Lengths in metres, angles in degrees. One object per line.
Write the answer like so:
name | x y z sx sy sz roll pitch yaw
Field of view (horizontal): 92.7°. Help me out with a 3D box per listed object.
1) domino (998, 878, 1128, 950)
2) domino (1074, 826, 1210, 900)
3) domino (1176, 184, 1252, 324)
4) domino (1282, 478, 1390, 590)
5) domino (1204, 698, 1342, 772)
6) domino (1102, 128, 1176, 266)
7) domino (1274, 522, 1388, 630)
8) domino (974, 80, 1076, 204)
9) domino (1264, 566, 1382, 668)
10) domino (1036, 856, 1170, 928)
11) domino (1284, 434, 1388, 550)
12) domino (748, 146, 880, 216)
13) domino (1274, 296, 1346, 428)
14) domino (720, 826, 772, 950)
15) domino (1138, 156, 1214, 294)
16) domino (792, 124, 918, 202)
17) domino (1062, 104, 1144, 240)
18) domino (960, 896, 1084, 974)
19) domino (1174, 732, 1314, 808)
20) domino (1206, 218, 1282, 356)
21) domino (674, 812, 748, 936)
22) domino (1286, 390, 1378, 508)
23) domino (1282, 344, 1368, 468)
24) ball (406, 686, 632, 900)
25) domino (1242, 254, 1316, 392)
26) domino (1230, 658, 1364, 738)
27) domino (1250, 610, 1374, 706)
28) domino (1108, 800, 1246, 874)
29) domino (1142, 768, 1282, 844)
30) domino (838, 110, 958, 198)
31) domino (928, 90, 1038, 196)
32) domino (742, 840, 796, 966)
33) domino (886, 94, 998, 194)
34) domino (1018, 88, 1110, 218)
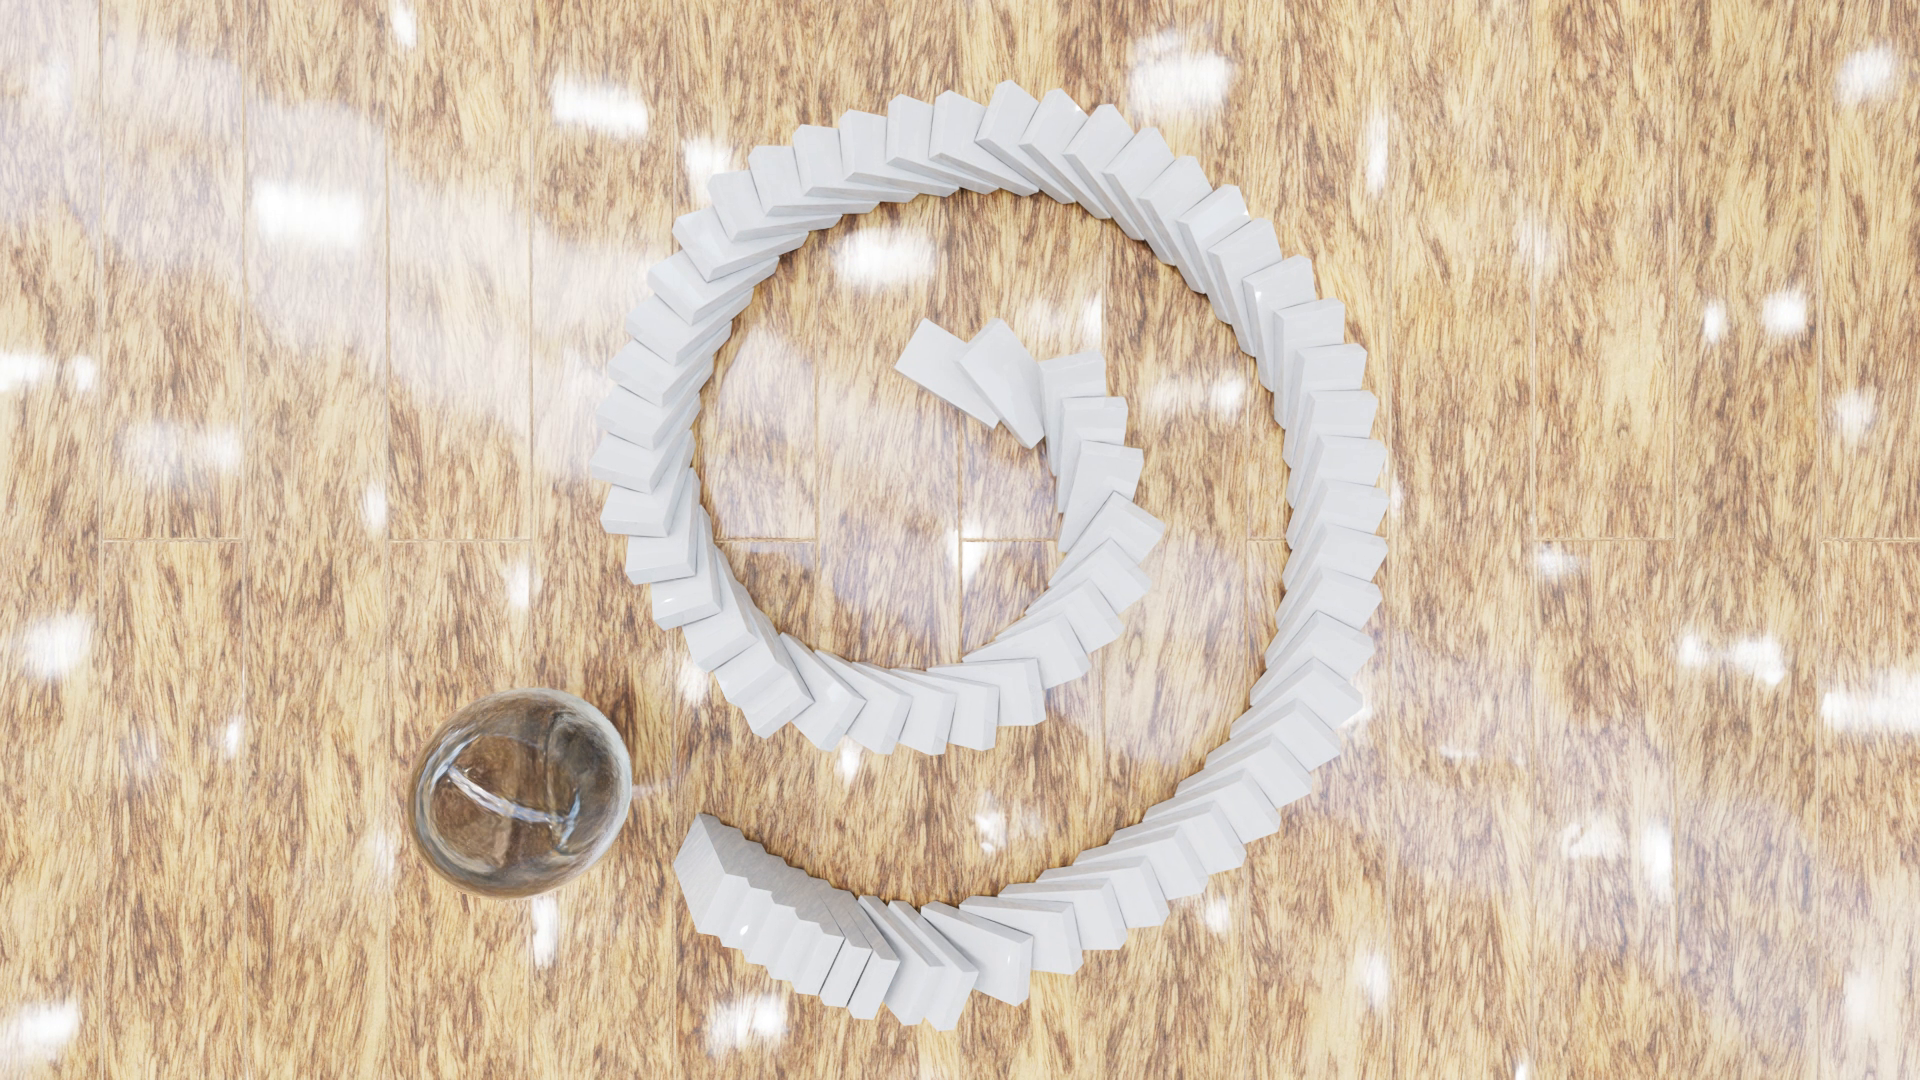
domino | 0.042 0.157 0.382 0.050 0.009 0.025 -18 90 33
domino | 0.075 0.138 0.382 0.050 0.009 0.025 -29 90 33
domino | 0.112 -0.119 0.382 0.025 0.010 0.050 -36 123 0
domino | 0.156 0.000 0.382 0.025 0.009 0.050 10 123 0
domino | 0.130 0.089 0.382 0.025 0.009 0.050 44 124 -1
domino | 0.083 -0.142 0.382 0.025 0.010 0.050 -47 124 0
domino | 0.154 0.019 0.382 0.025 0.010 0.050 15 123 0
domino | 0.032 -0.165 0.382 0.050 0.009 0.025 22 90 -34
domino | 0.150 0.037 0.382 0.025 0.010 0.050 19 123 0
domino | 0.059 0.149 0.383 0.050 0.010 0.025 -22 90 33
domino | 0.156 -0.018 0.382 0.025 0.009 0.050 6 123 0
domino | -0.060 -0.150 0.382 0.050 0.009 0.025 -16 89 -34
domino | 0.145 -0.073 0.382 0.025 0.009 0.050 -14 124 0
domino | -0.094 0.141 0.376 0.010 0.050 0.025 25 90 -30
domino | 0.097 -0.131 0.382 0.025 0.009 0.050 -44 123 0
domino | -0.043 -0.156 0.382 0.050 0.010 0.025 -10 90 -34
domino | 0.067 -0.152 0.382 0.050 0.010 0.025 38 89 -34
domino | 0.025 0.164 0.382 0.050 0.009 0.025 -11 90 34
domino | 0.118 0.103 0.382 0.025 0.010 0.050 49 123 -1
domino | 0.123 -0.105 0.382 0.025 0.009 0.050 -33 124 0
domino | -0.103 0.136 0.376 0.010 0.050 0.025 25 90 -30
domino | 0.154 -0.037 0.382 0.025 0.009 0.050 -1 123 0
domino | 0.151 -0.055 0.382 0.025 0.009 0.050 -6 124 -1
ball | -0.171 0.098 0.360 0.080 0.080 0.080 0 90 0
domino | 0.135 -0.090 0.382 0.025 0.009 0.050 -24 124 0
domino | 0.139 0.074 0.382 0.025 0.010 0.050 37 124 0
domino | 0.146 0.055 0.382 0.025 0.010 0.050 27 124 0
domino | 0.090 0.128 0.382 0.050 0.010 0.025 -31 90 33
domino | 0.104 0.117 0.382 0.050 0.009 0.025 -35 90 33
domino | -0.025 -0.161 0.382 0.050 0.010 0.025 -5 90 -34
domino | 0.012 -0.164 0.382 0.050 0.009 0.025 7 90 -34
domino | -0.084 0.147 0.376 0.009 0.050 0.025 25 90 -30
domino | -0.006 -0.164 0.382 0.050 0.009 0.025 3 90 -33
domino | 0.050 -0.160 0.382 0.050 0.010 0.025 29 89 -34
